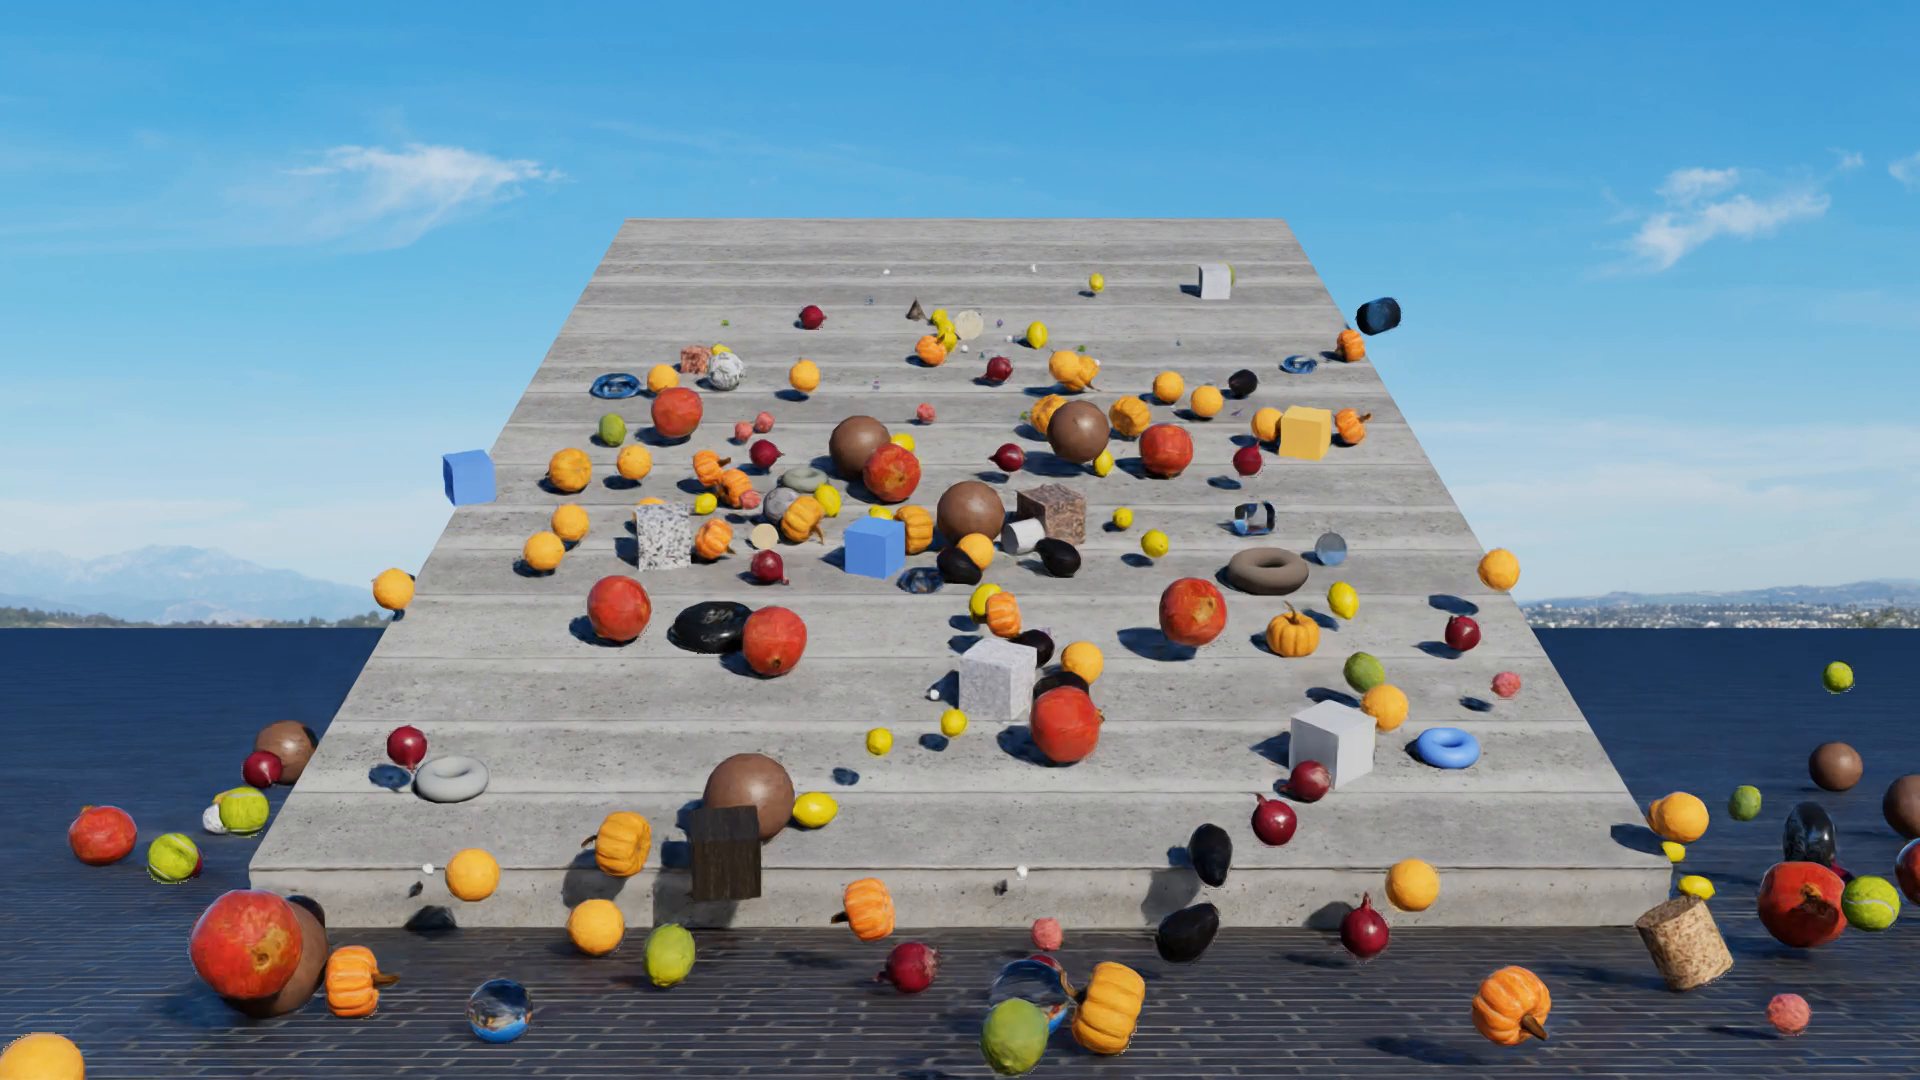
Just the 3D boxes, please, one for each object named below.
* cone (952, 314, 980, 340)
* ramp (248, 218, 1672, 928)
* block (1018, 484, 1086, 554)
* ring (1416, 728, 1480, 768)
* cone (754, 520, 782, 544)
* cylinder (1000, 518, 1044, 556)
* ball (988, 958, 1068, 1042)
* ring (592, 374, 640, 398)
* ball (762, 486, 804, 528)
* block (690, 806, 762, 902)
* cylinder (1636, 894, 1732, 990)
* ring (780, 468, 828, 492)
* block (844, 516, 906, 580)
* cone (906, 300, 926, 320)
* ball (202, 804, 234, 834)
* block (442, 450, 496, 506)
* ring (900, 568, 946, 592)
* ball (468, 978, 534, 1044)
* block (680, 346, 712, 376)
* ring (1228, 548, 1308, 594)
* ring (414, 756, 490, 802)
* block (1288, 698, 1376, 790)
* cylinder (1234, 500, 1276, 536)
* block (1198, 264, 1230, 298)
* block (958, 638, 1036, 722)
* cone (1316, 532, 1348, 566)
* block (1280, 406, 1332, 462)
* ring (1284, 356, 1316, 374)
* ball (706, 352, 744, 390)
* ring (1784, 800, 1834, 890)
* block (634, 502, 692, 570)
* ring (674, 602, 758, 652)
[{"bbox_3d":[0.028,-0.531,5.725,0.076,0.076,0.076,-1,9,19],"label":"cone"},{"bbox_3d":[-0.006,-0.215,5.088,2.000,0.100,4.000,0,21,0],"label":"ramp"},{"bbox_3d":[0.175,-0.042,4.369,0.094,0.094,0.094,-13,24,-30],"label":"block"},{"bbox_3d":[0.751,0.320,3.515,0.097,0.032,0.097,0,25,0],"label":"ring"},{"bbox_3d":[-0.369,-0.004,4.365,0.052,0.052,0.052,0,-28,-11],"label":"cone"},{"bbox_3d":[0.118,-0.006,4.322,0.060,0.060,0.060,-13,5,-30],"label":"cylinder"},{"bbox_3d":[0.071,0.476,2.361,0.084,0.084,0.084,0,-2,0],"label":"ball"},{"bbox_3d":[-0.792,-0.355,5.260,0.111,0.037,0.111,0,20,0],"label":"ring"},{"bbox_3d":[-0.344,-0.062,4.433,0.081,0.081,0.081,0,-2,0],"label":"ball"},{"bbox_3d":[-0.323,0.431,3.140,0.093,0.093,0.093,-3,23,-7],"label":"block"},{"bbox_3d":[0.850,0.472,2.679,0.082,0.082,0.082,-26,-1,0],"label":"cylinder"},{"bbox_3d":[-0.318,-0.123,4.663,0.097,0.032,0.097,1,21,0],"label":"ring"},{"bbox_3d":[-0.157,0.013,4.236,0.084,0.084,0.084,9,23,23],"label":"block"},{"bbox_3d":[-0.113,-0.597,5.868,0.053,0.053,0.053,0,21,0],"label":"cone"},{"bbox_3d":[-1.508,0.568,4.641,0.063,0.063,0.063,0,-2,0],"label":"ball"},{"bbox_3d":[-0.988,-0.125,4.594,0.084,0.084,0.084,-10,23,-24],"label":"block"},{"bbox_3d":[-0.068,0.072,4.163,0.083,0.028,0.083,1,20,0],"label":"ring"},{"bbox_3d":[-0.473,0.484,2.346,0.066,0.066,0.066,0,-2,0],"label":"ball"},{"bbox_3d":[-0.625,-0.427,5.421,0.054,0.054,0.054,11,23,26],"label":"block"},{"bbox_3d":[0.564,0.057,4.177,0.149,0.050,0.149,-1,22,0],"label":"ring"},{"bbox_3d":[-0.759,0.356,3.409,0.110,0.037,0.110,1,21,-1],"label":"ring"},{"bbox_3d":[0.564,0.309,3.462,0.090,0.090,0.090,-19,28,-40],"label":"block"},{"bbox_3d":[0.570,-0.042,4.414,0.060,0.060,0.060,10,-6,-24],"label":"cylinder"},{"bbox_3d":[0.677,-0.688,6.079,0.075,0.075,0.075,-1,21,-2],"label":"block"},{"bbox_3d":[0.060,0.224,3.678,0.093,0.093,0.093,11,23,25],"label":"block"},{"bbox_3d":[0.689,0.020,4.302,0.062,0.062,0.062,0,-6,-10],"label":"cone"},{"bbox_3d":[0.737,-0.227,4.863,0.087,0.087,0.087,9,23,21],"label":"block"},{"bbox_3d":[0.811,-0.418,5.445,0.080,0.027,0.080,1,21,0],"label":"ring"},{"bbox_3d":[-0.543,-0.391,5.283,0.088,0.088,0.088,0,-2,0],"label":"ball"},{"bbox_3d":[1.377,0.495,3.701,0.048,0.143,0.143,4,-2,1],"label":"ring"},{"bbox_3d":[-0.556,-0.007,4.272,0.096,0.096,0.096,-4,21,-10],"label":"block"},{"bbox_3d":[-0.421,0.149,3.933,0.147,0.049,0.147,-1,22,0],"label":"ring"}]
